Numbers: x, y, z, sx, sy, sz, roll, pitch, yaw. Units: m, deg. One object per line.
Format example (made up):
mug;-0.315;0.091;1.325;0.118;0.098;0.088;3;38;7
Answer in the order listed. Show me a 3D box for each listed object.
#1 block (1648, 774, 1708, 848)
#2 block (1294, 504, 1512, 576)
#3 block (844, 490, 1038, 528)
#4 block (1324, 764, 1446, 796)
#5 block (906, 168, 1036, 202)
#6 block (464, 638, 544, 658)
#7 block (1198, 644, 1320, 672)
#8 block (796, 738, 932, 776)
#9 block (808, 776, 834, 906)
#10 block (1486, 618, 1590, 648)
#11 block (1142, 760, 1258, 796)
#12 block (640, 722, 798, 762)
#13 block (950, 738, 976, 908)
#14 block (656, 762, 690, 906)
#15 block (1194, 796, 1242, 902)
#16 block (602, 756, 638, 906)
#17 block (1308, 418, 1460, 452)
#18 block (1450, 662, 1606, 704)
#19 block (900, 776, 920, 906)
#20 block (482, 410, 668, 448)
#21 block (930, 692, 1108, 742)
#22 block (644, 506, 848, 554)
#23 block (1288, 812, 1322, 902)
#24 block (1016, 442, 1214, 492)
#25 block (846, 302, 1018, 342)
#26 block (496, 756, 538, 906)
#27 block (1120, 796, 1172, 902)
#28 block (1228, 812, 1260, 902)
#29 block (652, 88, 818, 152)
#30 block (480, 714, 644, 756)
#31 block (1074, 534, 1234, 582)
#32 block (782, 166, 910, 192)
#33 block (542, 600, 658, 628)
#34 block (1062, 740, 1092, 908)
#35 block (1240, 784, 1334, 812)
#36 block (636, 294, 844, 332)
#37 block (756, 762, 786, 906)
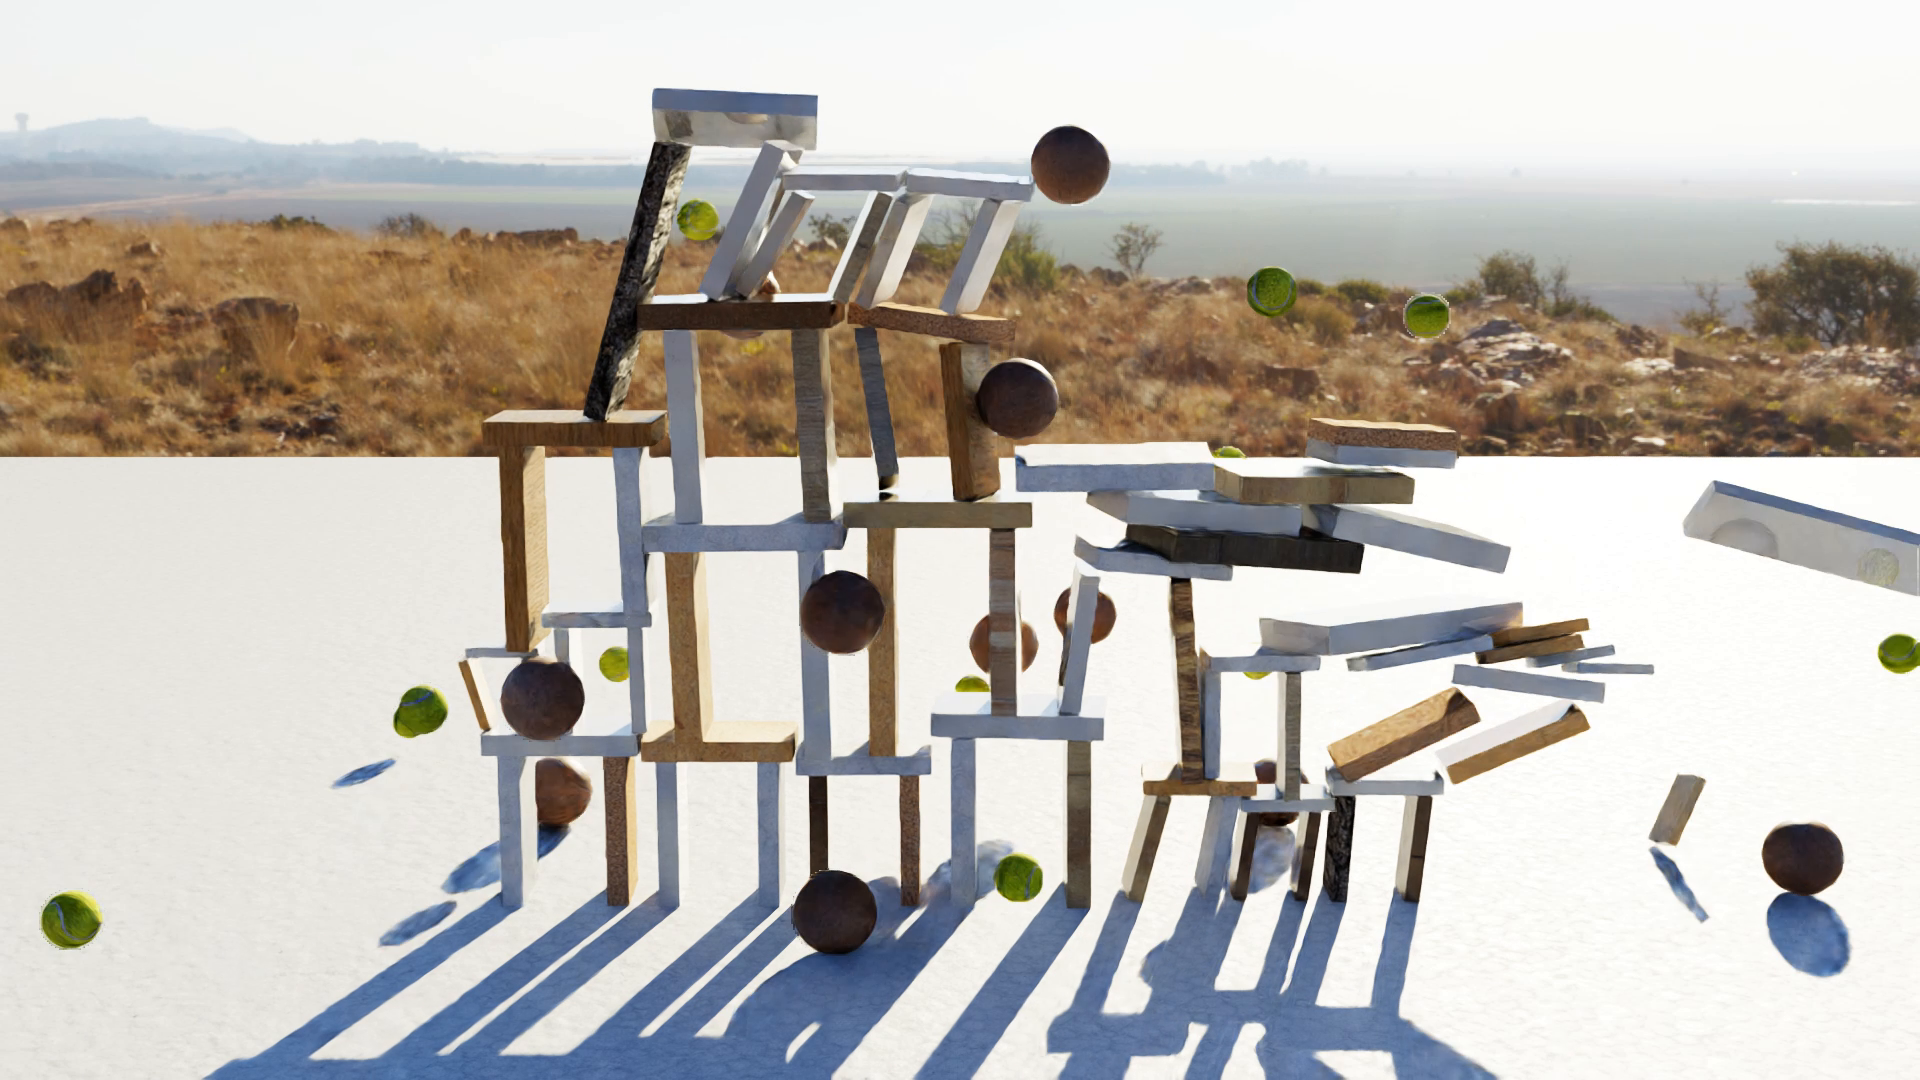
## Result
block;1.272;0.479;3.901;0.019;0.132;0.066;30;-9;-12
block;0.717;-0.015;3.625;0.341;0.048;0.171;12;8;-24
block;-0.029;-0.050;3.562;0.302;0.043;0.151;0;8;5
block;0.701;0.397;3.636;0.182;0.026;0.091;0;11;0
block;0.018;-0.558;3.454;0.194;0.028;0.097;5;16;5
block;-0.745;0.177;3.601;0.119;0.017;0.059;0;11;-1
block;0.486;0.191;3.579;0.181;0.026;0.090;0;10;-7
block;-0.157;0.357;3.622;0.221;0.031;0.111;0;10;-1
block;-0.231;0.481;3.645;0.031;0.221;0.111;0;10;0
block;0.954;0.156;3.647;0.160;0.023;0.080;-7;-8;-22
block;0.394;0.393;3.630;0.184;0.026;0.092;0;14;3
block;-0.394;0.331;3.618;0.246;0.035;0.123;0;11;0
block;0.006;0.450;3.647;0.040;0.283;0.141;0;10;1
block;-0.476;0.469;3.645;0.035;0.246;0.123;0;11;0
block;0.427;0.497;3.655;0.026;0.184;0.092;9;11;-7
block;-0.563;0.464;3.651;0.036;0.254;0.127;0;11;-2
block;0.695;-0.173;3.611;0.218;0.031;0.109;2;9;-14
block;0.921;0.232;3.579;0.238;0.034;0.119;7;-1;11
block;-0.083;0.481;3.646;0.031;0.221;0.111;0;10;0
block;-0.615;-0.179;3.528;0.270;0.038;0.135;1;11;4
block;0.099;0.290;3.624;0.283;0.040;0.141;1;10;6
block;-0.342;-0.018;3.548;0.314;0.044;0.157;-1;11;1
block;0.573;0.513;3.654;0.022;0.154;0.077;7;12;-1
block;0.241;-0.115;3.477;0.307;0.043;0.153;-1;14;1
block;-0.046;-0.355;3.579;0.247;0.035;0.124;12;10;31
block;-0.733;0.464;3.650;0.036;0.254;0.127;0;11;0
block;0.309;0.499;3.652;0.026;0.184;0.092;14;10;-6
block;0.472;0.513;3.654;0.022;0.154;0.077;7;12;-1
block;-0.352;-0.660;3.456;0.256;0.036;0.128;2;-15;-5
block;-0.650;0.322;3.624;0.254;0.036;0.127;0;11;0
block;0.307;0.029;3.493;0.229;0.032;0.114;5;12;-18
block;-0.177;-0.564;3.433;0.182;0.026;0.091;2;17;11
block;-0.583;0.120;3.572;0.176;0.025;0.088;0;11;-1
block;0.194;0.451;3.643;0.040;0.283;0.141;-1;11;0
block;0.535;0.426;3.635;0.154;0.022;0.077;-1;12;-2
block;-0.345;-0.362;3.484;0.304;0.043;0.152;0;11;5
block;-0.312;0.469;3.644;0.035;0.246;0.123;0;11;0
